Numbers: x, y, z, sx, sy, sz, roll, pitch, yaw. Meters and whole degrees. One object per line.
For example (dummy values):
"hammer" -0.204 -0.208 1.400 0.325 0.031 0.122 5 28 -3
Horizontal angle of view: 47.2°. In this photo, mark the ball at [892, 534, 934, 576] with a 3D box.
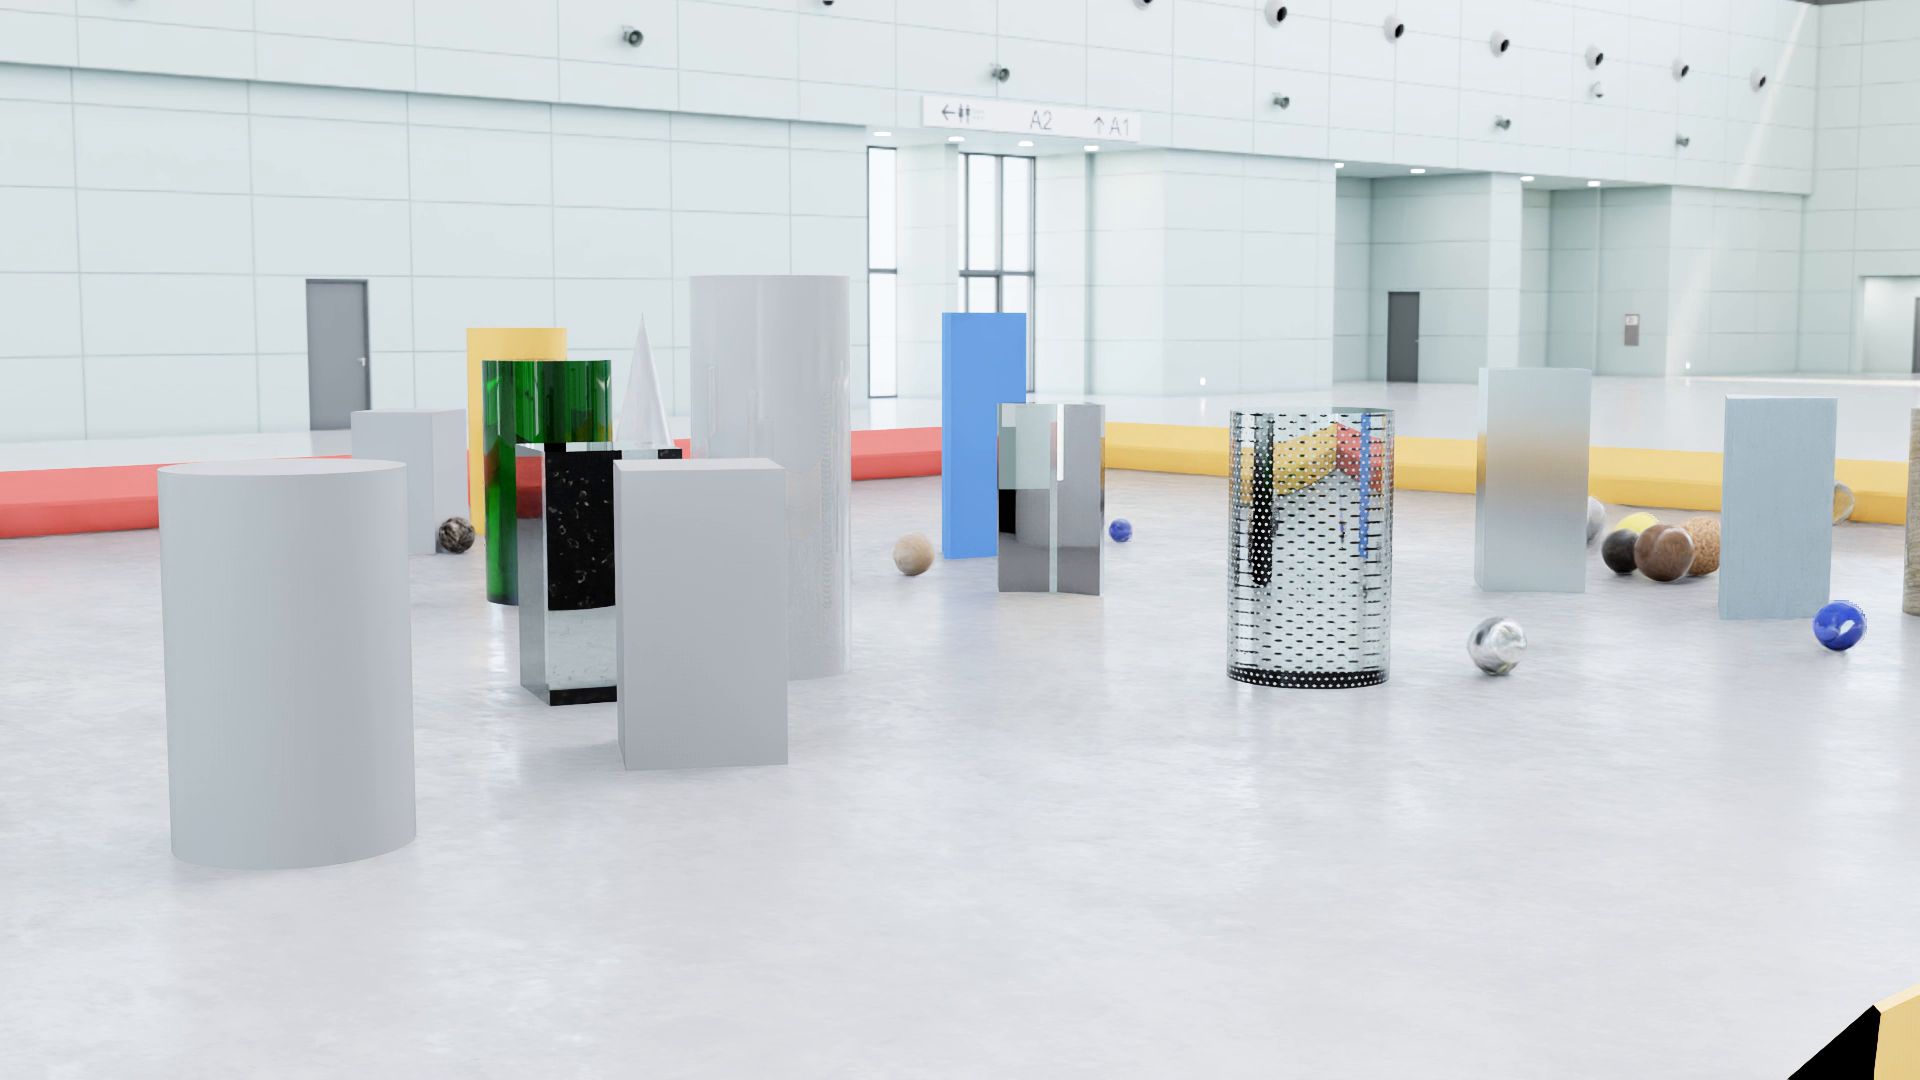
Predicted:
"ball" -0.078 0.026 3.701 0.069 0.069 0.069 0 6 0

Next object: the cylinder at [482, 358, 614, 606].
"cylinder" -0.635 -0.094 3.399 0.198 0.369 0.198 0 6 0

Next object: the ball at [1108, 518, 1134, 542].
"ball" 0.309 -0.018 4.227 0.047 0.047 0.047 0 6 0

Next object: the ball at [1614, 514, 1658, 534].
"ball" 1.204 -0.004 3.909 0.085 0.085 0.085 0 6 0

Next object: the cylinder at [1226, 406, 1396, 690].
"cylinder" 0.425 0.004 2.674 0.198 0.325 0.198 0 6 0

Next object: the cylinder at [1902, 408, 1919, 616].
"cylinder" 1.492 -0.040 3.218 0.198 0.301 0.198 0 6 0

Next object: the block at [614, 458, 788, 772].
"block" -0.263 0.069 2.210 0.158 0.292 0.158 -1 6 -11

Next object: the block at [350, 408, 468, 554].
"block" -1.028 -0.113 4.116 0.158 0.259 0.158 1 6 10

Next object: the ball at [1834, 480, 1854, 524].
"ball" 1.805 -0.079 4.568 0.098 0.098 0.098 0 6 0

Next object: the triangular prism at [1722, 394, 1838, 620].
"triangular prism" 1.168 -0.052 3.244 0.171 0.320 0.148 -1 6 -12

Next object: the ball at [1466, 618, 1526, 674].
"ball" 0.658 0.130 2.696 0.071 0.071 0.071 0 6 0

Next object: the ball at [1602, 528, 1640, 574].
"ball" 1.129 0.019 3.737 0.075 0.075 0.075 0 6 0

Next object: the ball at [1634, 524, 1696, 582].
"ball" 1.158 0.021 3.617 0.096 0.096 0.096 0 6 0

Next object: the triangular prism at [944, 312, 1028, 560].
"triangular prism" 0.010 -0.196 4.035 0.171 0.441 0.148 -4 7 -33

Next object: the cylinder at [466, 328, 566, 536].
"cylinder" -0.889 -0.222 4.431 0.198 0.410 0.198 0 6 0

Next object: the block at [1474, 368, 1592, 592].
"block" 0.921 -0.100 3.549 0.158 0.352 0.158 1 6 8

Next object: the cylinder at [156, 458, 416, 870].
"cylinder" -0.560 0.096 1.837 0.198 0.316 0.198 0 6 0

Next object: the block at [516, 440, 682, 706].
"block" -0.421 0.034 2.569 0.158 0.288 0.158 -3 6 -23

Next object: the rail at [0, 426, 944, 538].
"rail" -1.342 -0.118 4.778 4.608 0.128 0.045 -5 8 -42

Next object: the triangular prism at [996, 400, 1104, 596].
"triangular prism" 0.161 -0.071 3.520 0.171 0.299 0.148 2 6 16

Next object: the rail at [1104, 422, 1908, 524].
"rail" 1.676 -0.127 4.870 0.045 0.128 4.005 -5 8 -42

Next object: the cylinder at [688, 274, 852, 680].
"cylinder" -0.233 -0.082 2.722 0.198 0.486 0.198 0 6 0

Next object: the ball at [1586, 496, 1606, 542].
"ball" 1.198 -0.041 4.235 0.091 0.091 0.091 0 6 0

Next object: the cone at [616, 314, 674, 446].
"cone" -0.558 -0.183 3.890 0.198 0.444 0.198 0 6 0

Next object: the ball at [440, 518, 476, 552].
"ball" -0.927 -0.009 4.054 0.065 0.065 0.065 0 6 0

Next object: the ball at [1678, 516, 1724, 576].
"ball" 1.246 0.010 3.708 0.099 0.099 0.099 0 6 0

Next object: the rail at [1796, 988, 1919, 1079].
"rail" 1.342 0.184 1.886 4.608 0.128 0.045 -5 8 -42

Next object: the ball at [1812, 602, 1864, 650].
"ball" 1.153 0.113 2.887 0.064 0.064 0.064 0 6 0
